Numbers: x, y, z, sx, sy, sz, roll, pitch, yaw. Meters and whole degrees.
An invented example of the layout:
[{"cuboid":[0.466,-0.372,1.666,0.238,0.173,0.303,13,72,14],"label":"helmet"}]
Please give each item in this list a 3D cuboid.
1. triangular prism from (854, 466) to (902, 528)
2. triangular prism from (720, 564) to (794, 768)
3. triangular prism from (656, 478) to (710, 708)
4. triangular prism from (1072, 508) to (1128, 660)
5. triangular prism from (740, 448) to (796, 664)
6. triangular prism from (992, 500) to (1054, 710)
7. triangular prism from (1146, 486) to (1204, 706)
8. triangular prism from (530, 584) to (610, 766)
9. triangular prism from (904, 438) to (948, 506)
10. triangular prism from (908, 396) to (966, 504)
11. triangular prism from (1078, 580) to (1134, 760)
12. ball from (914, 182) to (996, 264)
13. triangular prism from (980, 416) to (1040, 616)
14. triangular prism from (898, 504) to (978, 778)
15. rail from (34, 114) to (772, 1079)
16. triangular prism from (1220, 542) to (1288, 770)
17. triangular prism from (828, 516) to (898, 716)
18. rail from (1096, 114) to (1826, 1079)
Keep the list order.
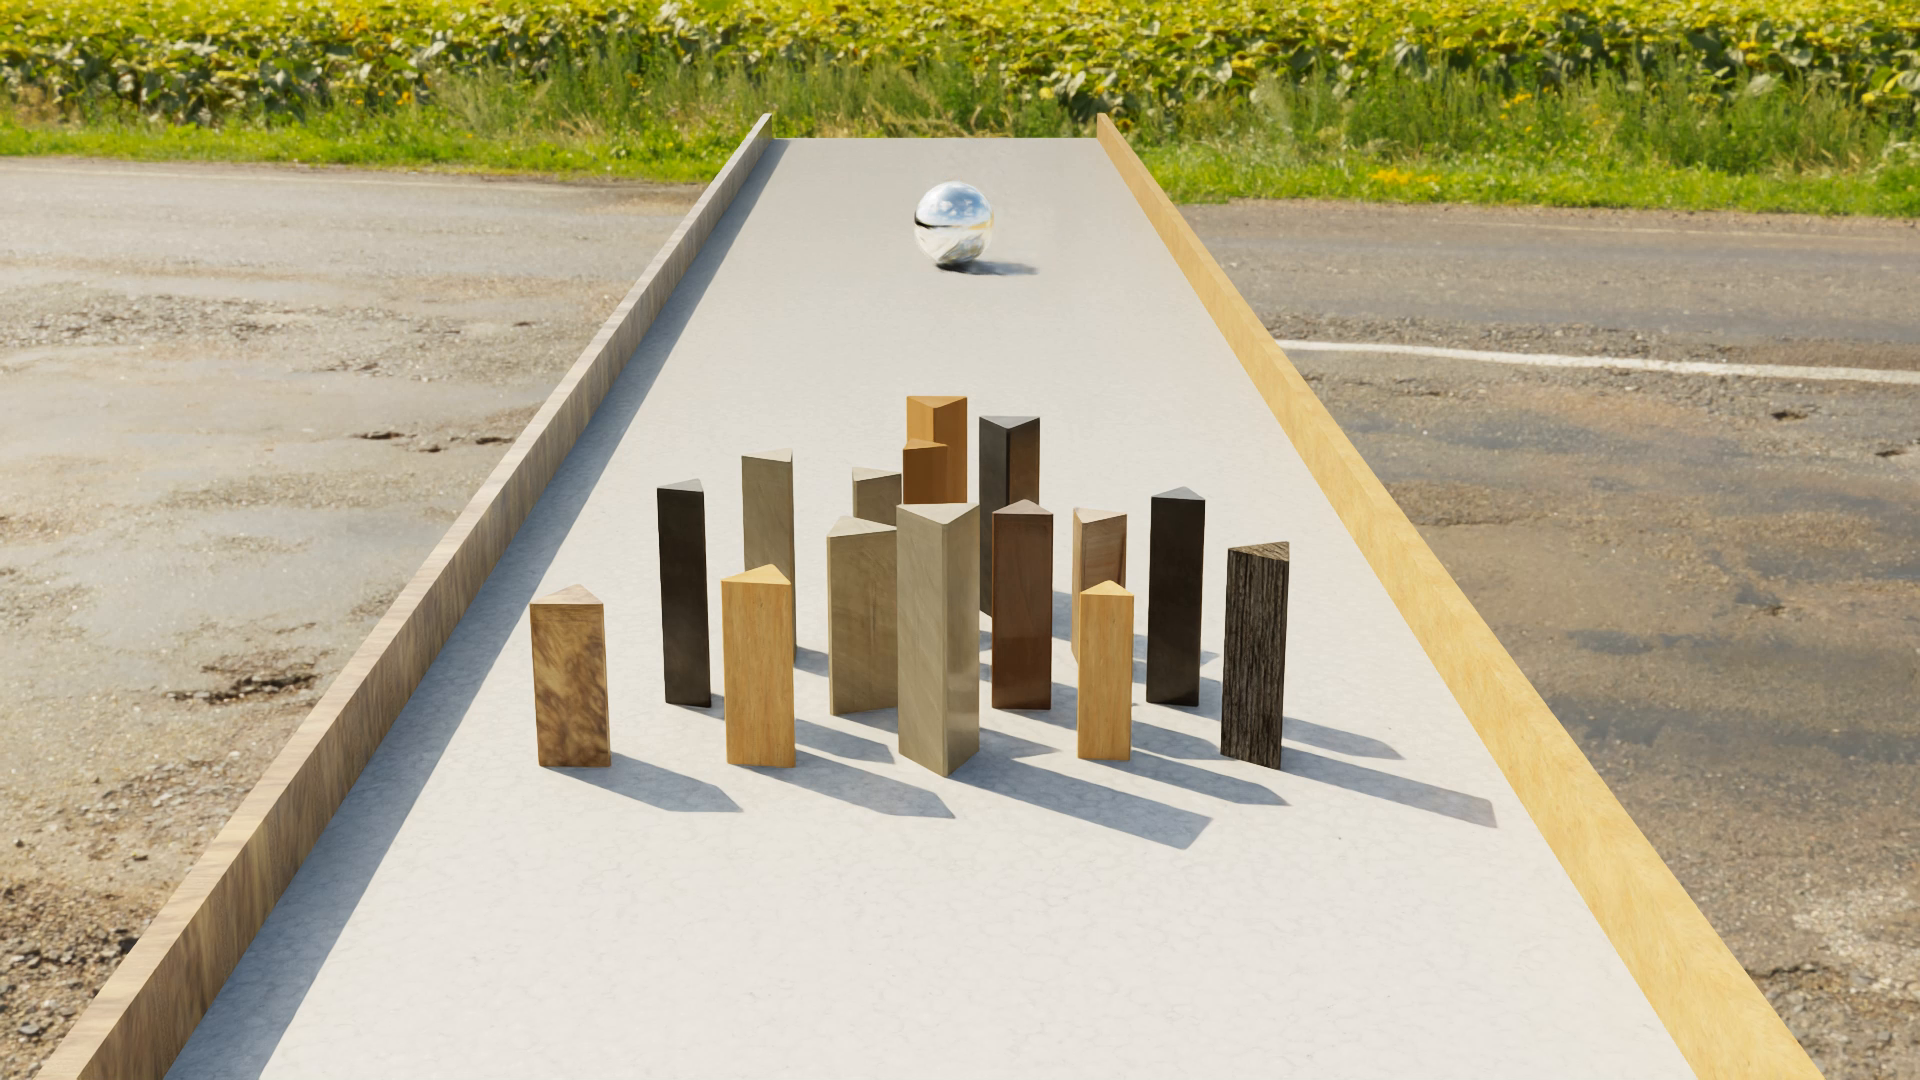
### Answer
[{"cuboid":[-0.198,0.002,4.683,0.116,0.306,0.100,-11,20,-33],"label":"triangular prism"},{"cuboid":[-0.344,0.220,3.890,0.123,0.339,0.107,3,17,10],"label":"triangular prism"},{"cuboid":[-0.504,0.099,4.150,0.095,0.424,0.082,5,17,17],"label":"triangular prism"},{"cuboid":[0.257,0.091,4.393,0.112,0.302,0.097,-12,20,-35],"label":"triangular prism"},{"cuboid":[-0.359,0.028,4.404,0.112,0.416,0.097,8,19,26],"label":"triangular prism"},{"cuboid":[0.119,0.121,4.146,0.111,0.384,0.097,1,17,4],"label":"triangular prism"},{"cuboid":[0.413,0.106,4.159,0.099,0.406,0.086,4,17,13],"label":"triangular prism"},{"cuboid":[-0.679,0.239,3.893,0.127,0.303,0.110,0,17,1],"label":"triangular prism"},{"cuboid":[-0.082,0.017,4.406,0.091,0.436,0.079,-6,18,-20],"label":"triangular prism"},{"cuboid":[-0.068,-0.118,4.915,0.115,0.404,0.133,10,19,30],"label":"triangular prism"},{"cuboid":[0.260,0.231,3.909,0.094,0.308,0.081,2,17,7],"label":"triangular prism"},{"cuboid":[-0.024,-1.298,9.003,0.335,0.335,0.335,0,17,0],"label":"ball"},{"cuboid":[0.087,-0.047,4.637,0.108,0.426,0.125,11,20,32],"label":"triangular prism"},{"cuboid":[-0.017,0.167,3.859,0.123,0.460,0.142,-12,20,-34],"label":"triangular prism"},{"cuboid":[-1.118,-0.838,7.780,0.050,0.150,12.000,0,17,-1],"label":"rail"},{"cuboid":[0.545,0.198,3.888,0.121,0.384,0.105,13,21,36],"label":"triangular prism"},{"cuboid":[-0.199,0.137,4.152,0.143,0.349,0.123,-6,18,-21],"label":"triangular prism"},{"cuboid":[0.932,-0.844,7.801,0.050,0.150,12.000,0,17,-1],"label":"rail"}]
